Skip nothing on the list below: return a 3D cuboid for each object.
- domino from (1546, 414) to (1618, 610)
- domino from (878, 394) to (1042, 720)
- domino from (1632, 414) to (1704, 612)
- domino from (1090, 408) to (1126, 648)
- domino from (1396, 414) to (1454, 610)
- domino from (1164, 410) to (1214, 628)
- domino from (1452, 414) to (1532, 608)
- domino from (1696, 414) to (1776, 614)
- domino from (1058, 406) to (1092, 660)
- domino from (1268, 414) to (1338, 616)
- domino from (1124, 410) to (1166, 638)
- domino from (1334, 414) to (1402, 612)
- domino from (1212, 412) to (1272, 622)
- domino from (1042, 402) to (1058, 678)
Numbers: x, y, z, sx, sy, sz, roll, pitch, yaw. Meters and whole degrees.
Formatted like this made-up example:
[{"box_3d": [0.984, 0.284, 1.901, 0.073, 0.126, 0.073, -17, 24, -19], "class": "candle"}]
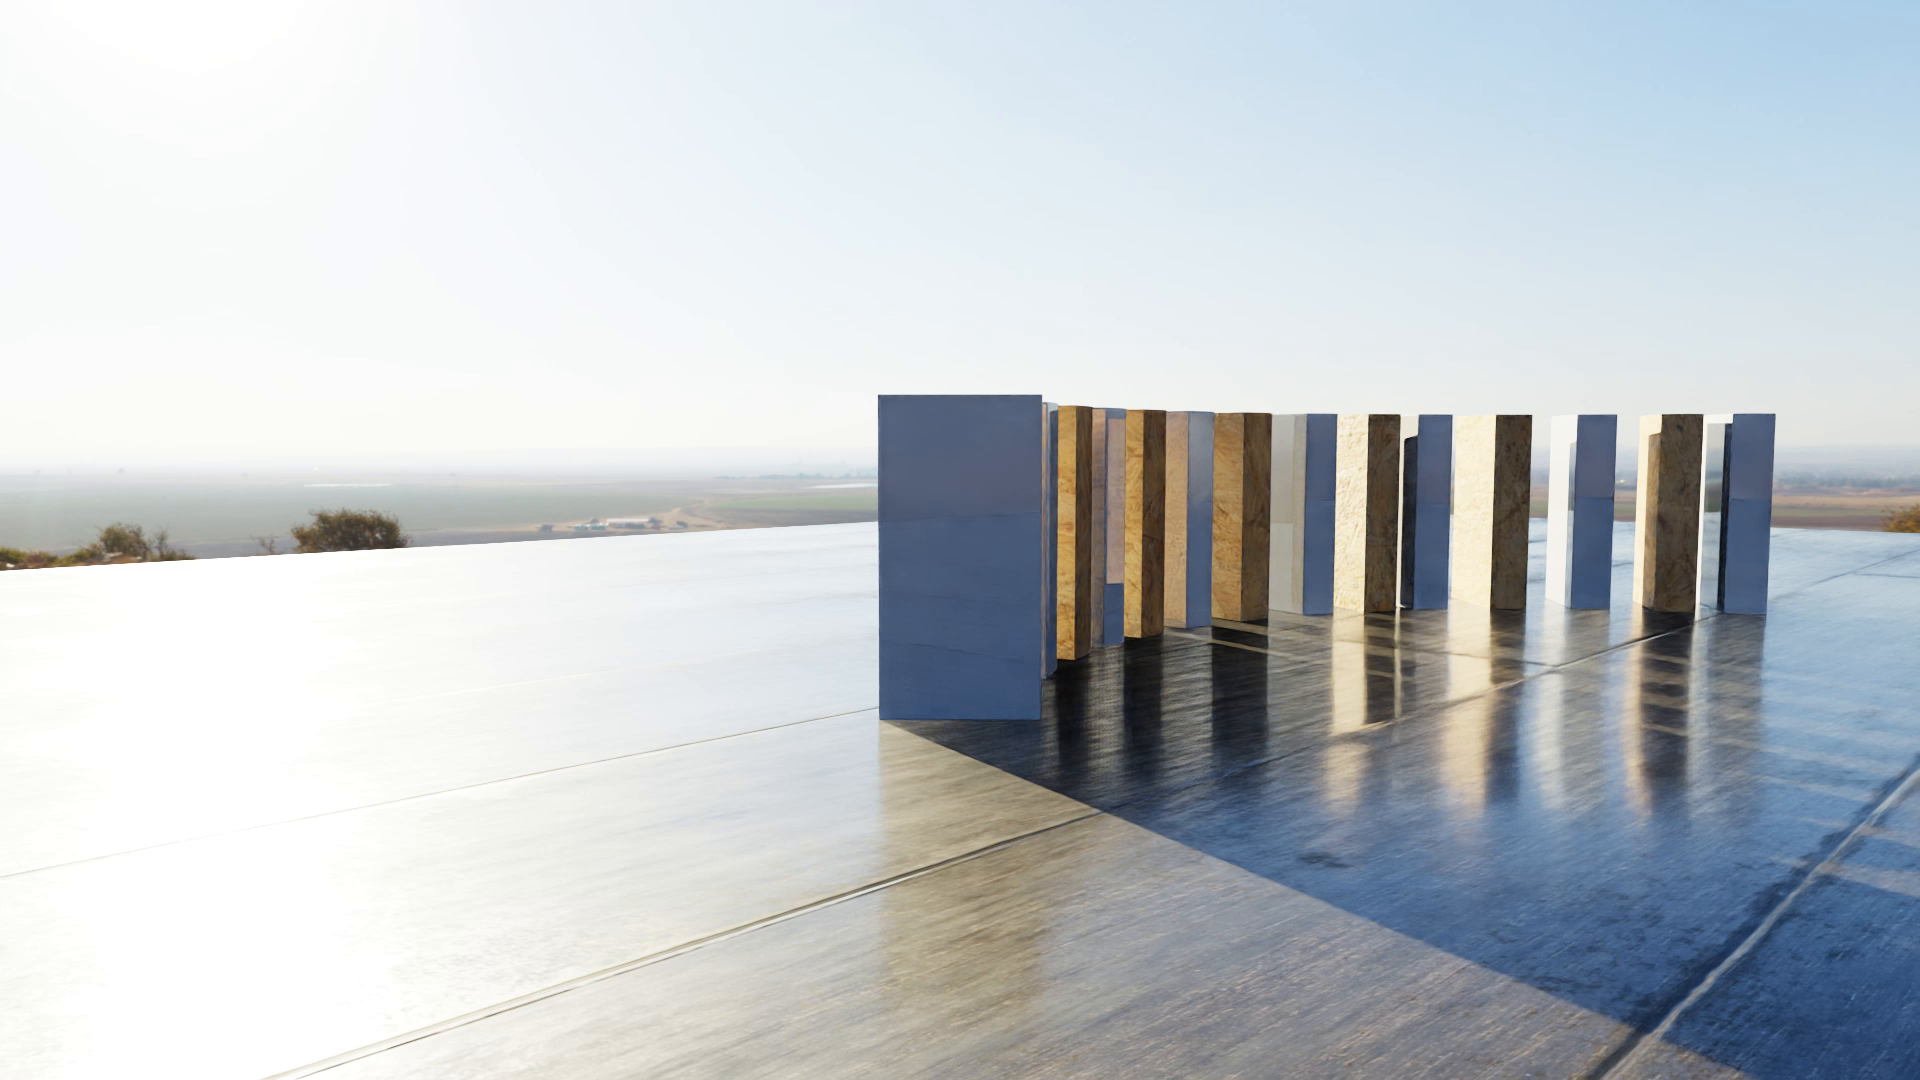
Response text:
[{"box_3d": [0.165, -0.008, 0.340, 0.010, 0.050, 0.025, 1, 4, 11], "class": "domino"}, {"box_3d": [0.000, 0.002, 0.201, 0.025, 0.050, 0.009, 0, 4, 0], "class": "domino"}, {"box_3d": [0.185, -0.008, 0.335, 0.010, 0.050, 0.025, 1, 4, 17], "class": "domino"}, {"box_3d": [0.022, -0.003, 0.276, 0.025, 0.050, 0.009, 3, 5, 33], "class": "domino"}, {"box_3d": [0.119, -0.008, 0.340, 0.009, 0.050, 0.025, -1, 4, -10], "class": "domino"}, {"box_3d": [0.047, -0.005, 0.306, 0.010, 0.050, 0.025, -4, 6, -42], "class": "domino"}, {"box_3d": [0.142, -0.008, 0.342, 0.009, 0.050, 0.025, 0, 4, -1], "class": "domino"}, {"box_3d": [0.199, -0.007, 0.331, 0.010, 0.050, 0.025, 1, 4, 15], "class": "domino"}, {"box_3d": [0.013, -0.002, 0.261, 0.025, 0.050, 0.009, 2, 5, 25], "class": "domino"}, {"box_3d": [0.084, -0.007, 0.330, 0.010, 0.050, 0.025, -2, 5, -24], "class": "domino"}, {"box_3d": [0.033, -0.004, 0.291, 0.025, 0.050, 0.010, 4, 6, 40], "class": "domino"}, {"box_3d": [0.103, -0.008, 0.337, 0.009, 0.050, 0.025, -1, 4, -16], "class": "domino"}, {"box_3d": [0.064, -0.006, 0.319, 0.010, 0.050, 0.025, -3, 5, -33], "class": "domino"}, {"box_3d": [0.005, 0.000, 0.239, 0.025, 0.050, 0.010, 1, 4, 16], "class": "domino"}]
